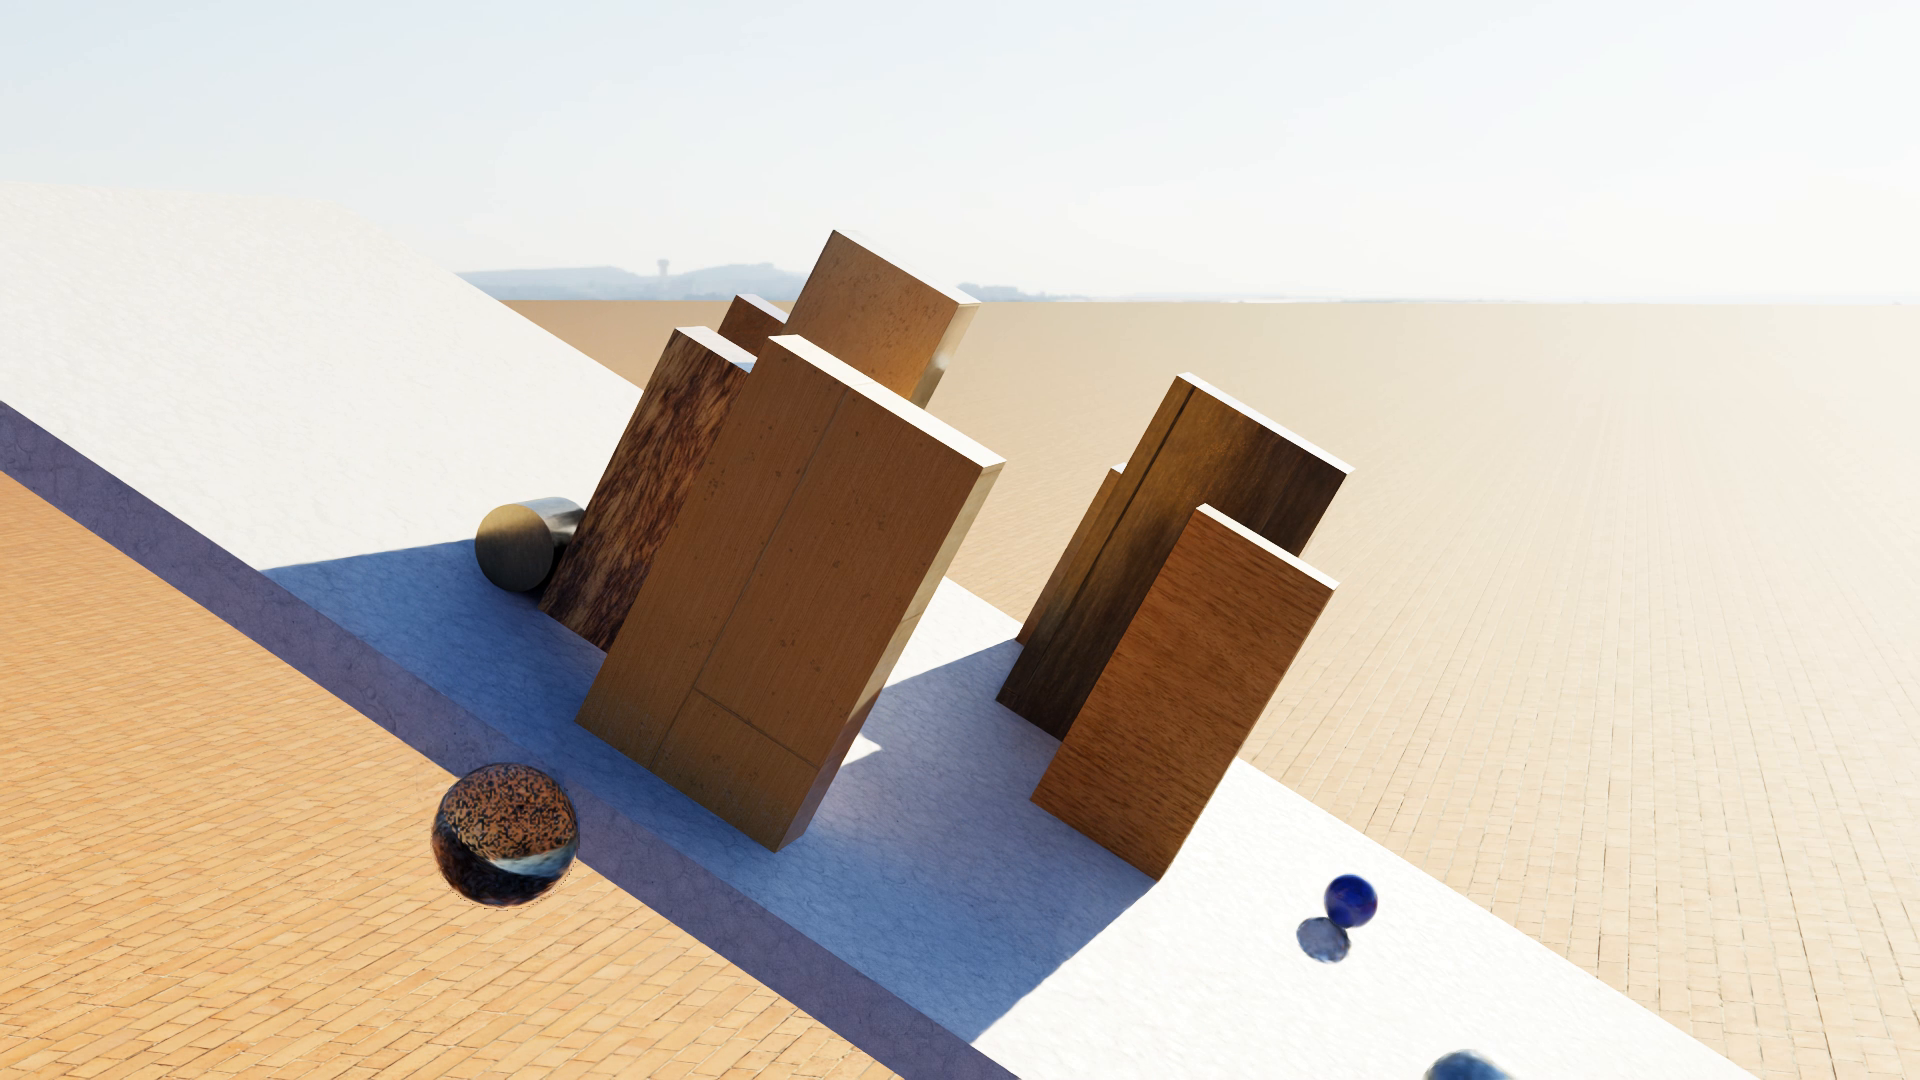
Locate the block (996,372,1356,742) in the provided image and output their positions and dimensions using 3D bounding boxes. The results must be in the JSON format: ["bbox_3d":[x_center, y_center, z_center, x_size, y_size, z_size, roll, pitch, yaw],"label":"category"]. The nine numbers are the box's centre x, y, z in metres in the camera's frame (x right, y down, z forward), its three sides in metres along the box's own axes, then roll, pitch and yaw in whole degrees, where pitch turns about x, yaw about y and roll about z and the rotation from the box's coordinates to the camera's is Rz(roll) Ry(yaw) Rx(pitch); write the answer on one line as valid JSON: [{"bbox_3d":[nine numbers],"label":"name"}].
[{"bbox_3d":[0.424,0.093,4.401,0.382,0.761,0.120,31,15,11],"label":"block"}]

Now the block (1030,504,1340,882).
[{"bbox_3d":[0.402,0.278,3.984,0.280,0.629,0.084,31,15,11],"label":"block"}]

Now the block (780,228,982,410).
[{"bbox_3d":[-0.271,-0.114,3.734,0.249,0.797,0.121,31,15,11],"label":"block"}]

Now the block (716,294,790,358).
[{"bbox_3d":[-0.414,-0.190,4.322,0.290,0.505,0.092,31,15,11],"label":"block"}]

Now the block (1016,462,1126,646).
[{"bbox_3d":[0.357,0.093,4.903,0.266,0.451,0.129,31,15,11],"label":"block"}]

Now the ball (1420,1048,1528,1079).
[{"bbox_3d":[0.817,0.903,3.487,0.192,0.192,0.192,0,7,0],"label":"ball"}]

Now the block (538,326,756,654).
[{"bbox_3d":[-0.430,-0.035,3.679,0.342,0.542,0.122,31,15,11],"label":"block"}]

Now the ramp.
[{"bbox_3d":[-0.202,0.334,4.137,4.000,0.100,2.000,31,15,11],"label":"ramp"}]

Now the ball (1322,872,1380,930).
[{"bbox_3d":[0.756,0.698,4.254,0.108,0.108,0.108,0,7,0],"label":"ball"}]

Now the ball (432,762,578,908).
[{"bbox_3d":[-0.623,0.404,3.015,0.198,0.198,0.198,0,7,0],"label":"ball"}]

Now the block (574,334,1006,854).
[{"bbox_3d":[-0.262,0.081,3.319,0.377,0.676,0.119,31,15,11],"label":"block"}]
